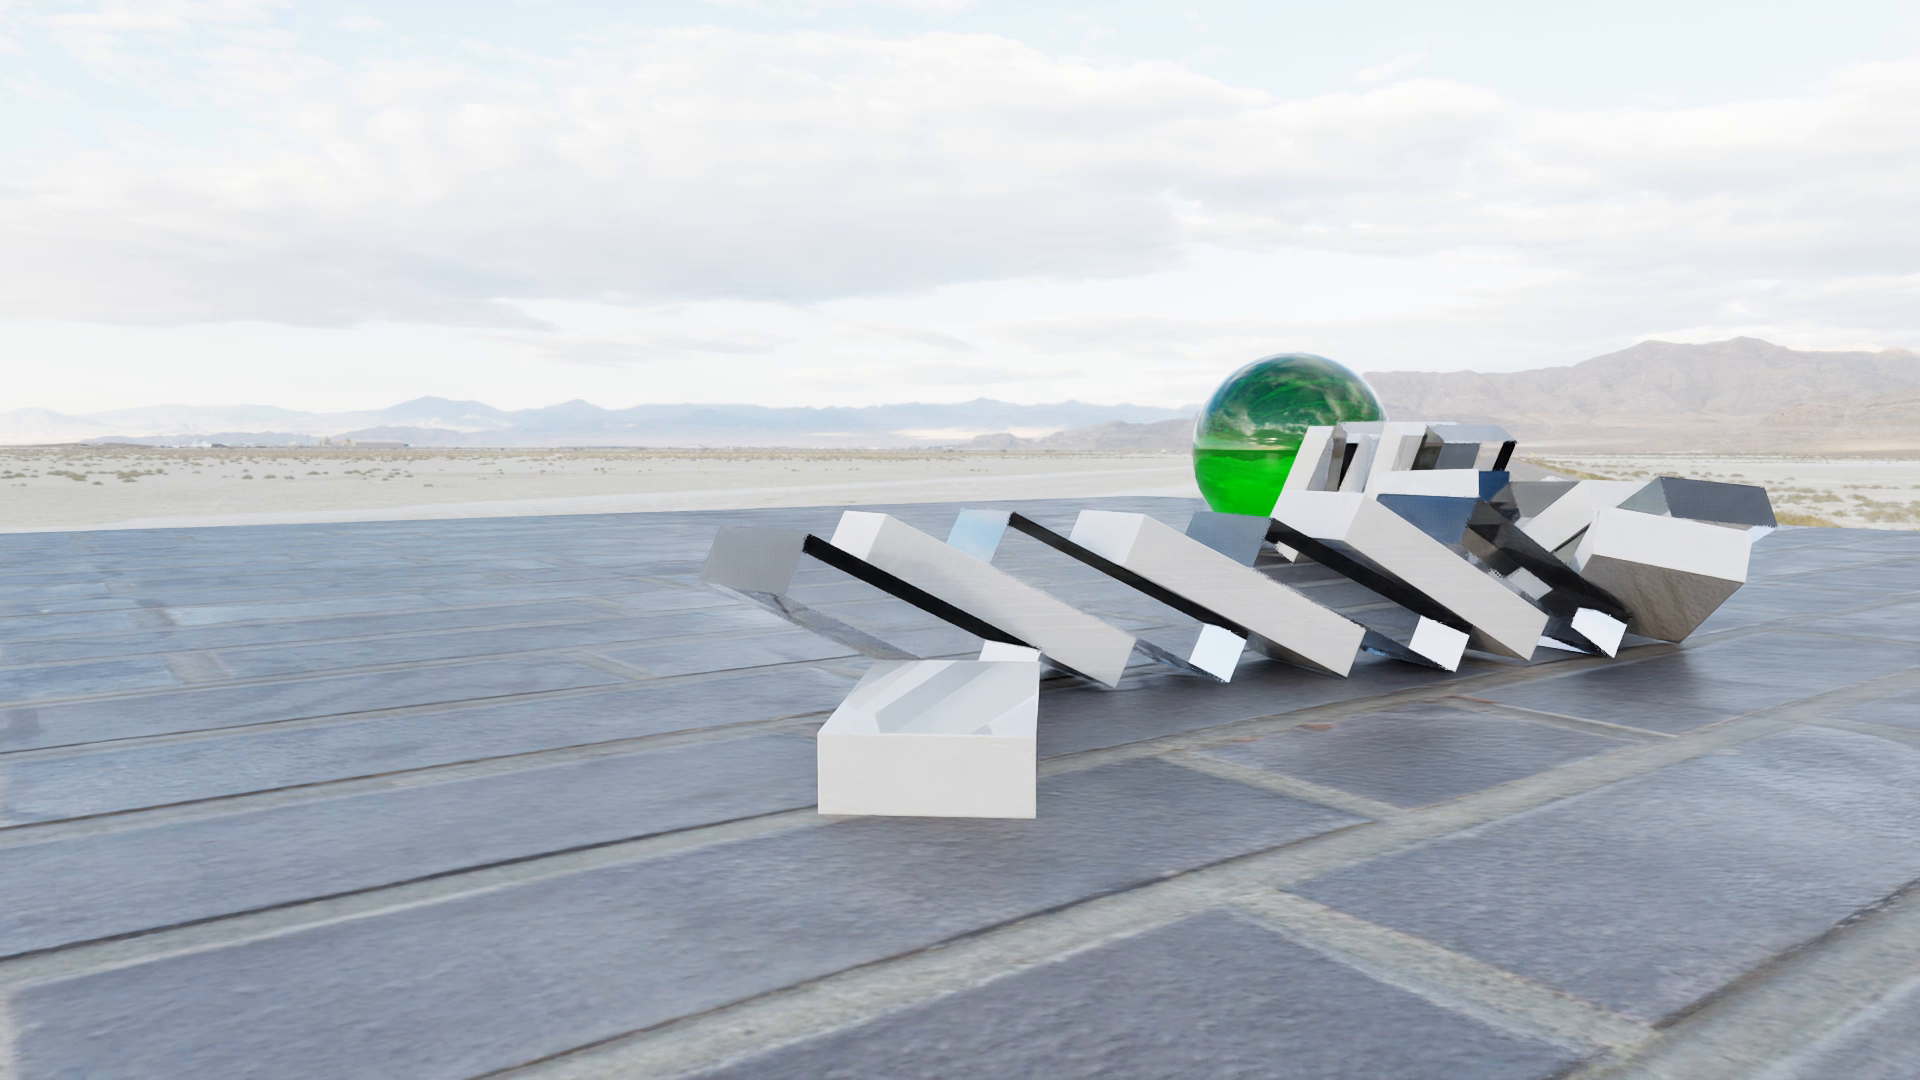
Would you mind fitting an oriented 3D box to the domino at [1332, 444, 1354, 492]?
[{"bbox_3d":[0.143,-0.016,0.452,0.025,0.050,0.010,-3,32,-34],"label":"domino"}]

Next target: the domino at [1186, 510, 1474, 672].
[{"bbox_3d":[0.069,0.009,0.243,0.050,0.009,0.025,25,-5,-21],"label":"domino"}]

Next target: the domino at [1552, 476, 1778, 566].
[{"bbox_3d":[0.149,0.003,0.283,0.025,0.010,0.050,5,-27,-11],"label":"domino"}]

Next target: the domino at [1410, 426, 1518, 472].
[{"bbox_3d":[0.148,-0.011,0.394,0.025,0.050,0.010,-1,34,-16],"label":"domino"}]

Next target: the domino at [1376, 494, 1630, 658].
[{"bbox_3d":[0.107,0.007,0.257,0.050,0.010,0.025,30,-10,-25],"label":"domino"}]

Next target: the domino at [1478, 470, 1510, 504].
[{"bbox_3d":[0.139,-0.002,0.360,0.025,0.009,0.050,2,-29,21],"label":"domino"}]

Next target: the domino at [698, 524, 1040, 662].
[{"bbox_3d":[-0.014,0.012,0.205,0.050,0.009,0.025,29,-15,-37],"label":"domino"}]

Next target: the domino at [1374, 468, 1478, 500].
[{"bbox_3d":[0.126,-0.001,0.345,0.025,0.009,0.050,-1,-29,22],"label":"domino"}]

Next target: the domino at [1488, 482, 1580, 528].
[{"bbox_3d":[0.138,0.002,0.322,0.025,0.009,0.050,-1,-26,-9],"label":"domino"}]

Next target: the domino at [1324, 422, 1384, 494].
[{"bbox_3d":[0.132,-0.013,0.416,0.025,0.050,0.010,0,29,-5],"label":"domino"}]

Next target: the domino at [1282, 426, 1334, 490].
[{"bbox_3d":[0.130,-0.017,0.469,0.025,0.050,0.009,-3,32,-34],"label":"domino"}]

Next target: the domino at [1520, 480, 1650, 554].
[{"bbox_3d":[0.144,0.002,0.303,0.025,0.010,0.050,1,-27,-12],"label":"domino"}]

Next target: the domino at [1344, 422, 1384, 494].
[{"bbox_3d":[0.142,-0.014,0.427,0.025,0.050,0.010,0,29,-5],"label":"domino"}]

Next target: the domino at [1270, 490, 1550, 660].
[{"bbox_3d":[0.086,0.007,0.249,0.050,0.009,0.025,30,-7,-20],"label":"domino"}]

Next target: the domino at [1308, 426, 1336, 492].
[{"bbox_3d":[0.137,-0.016,0.461,0.025,0.050,0.009,-3,32,-34],"label":"domino"}]

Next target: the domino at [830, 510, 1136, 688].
[{"bbox_3d":[0.003,0.010,0.224,0.050,0.009,0.025,26,-7,-19],"label":"domino"}]

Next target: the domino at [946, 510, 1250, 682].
[{"bbox_3d":[0.024,0.010,0.230,0.050,0.010,0.025,26,-7,-19],"label":"domino"}]

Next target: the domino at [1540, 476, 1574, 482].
[{"bbox_3d":[0.163,-0.002,0.375,0.025,0.009,0.050,10,-24,-20],"label":"domino"}]

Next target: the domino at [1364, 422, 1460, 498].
[{"bbox_3d":[0.141,-0.012,0.404,0.025,0.050,0.010,-1,30,-16],"label":"domino"}]

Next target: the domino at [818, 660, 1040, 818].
[{"bbox_3d":[-0.002,0.025,0.171,0.025,0.009,0.050,0,4,4],"label":"domino"}]

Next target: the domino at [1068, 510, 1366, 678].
[{"bbox_3d":[0.046,0.010,0.236,0.050,0.010,0.025,26,-6,-19],"label":"domino"}]

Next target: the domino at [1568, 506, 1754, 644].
[{"bbox_3d":[0.136,0.008,0.255,0.025,0.009,0.050,12,-13,20],"label":"domino"}]

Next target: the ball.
[{"bbox_3d":[0.136,-0.037,0.527,0.080,0.080,0.080,0,4,0],"label":"ball"}]
